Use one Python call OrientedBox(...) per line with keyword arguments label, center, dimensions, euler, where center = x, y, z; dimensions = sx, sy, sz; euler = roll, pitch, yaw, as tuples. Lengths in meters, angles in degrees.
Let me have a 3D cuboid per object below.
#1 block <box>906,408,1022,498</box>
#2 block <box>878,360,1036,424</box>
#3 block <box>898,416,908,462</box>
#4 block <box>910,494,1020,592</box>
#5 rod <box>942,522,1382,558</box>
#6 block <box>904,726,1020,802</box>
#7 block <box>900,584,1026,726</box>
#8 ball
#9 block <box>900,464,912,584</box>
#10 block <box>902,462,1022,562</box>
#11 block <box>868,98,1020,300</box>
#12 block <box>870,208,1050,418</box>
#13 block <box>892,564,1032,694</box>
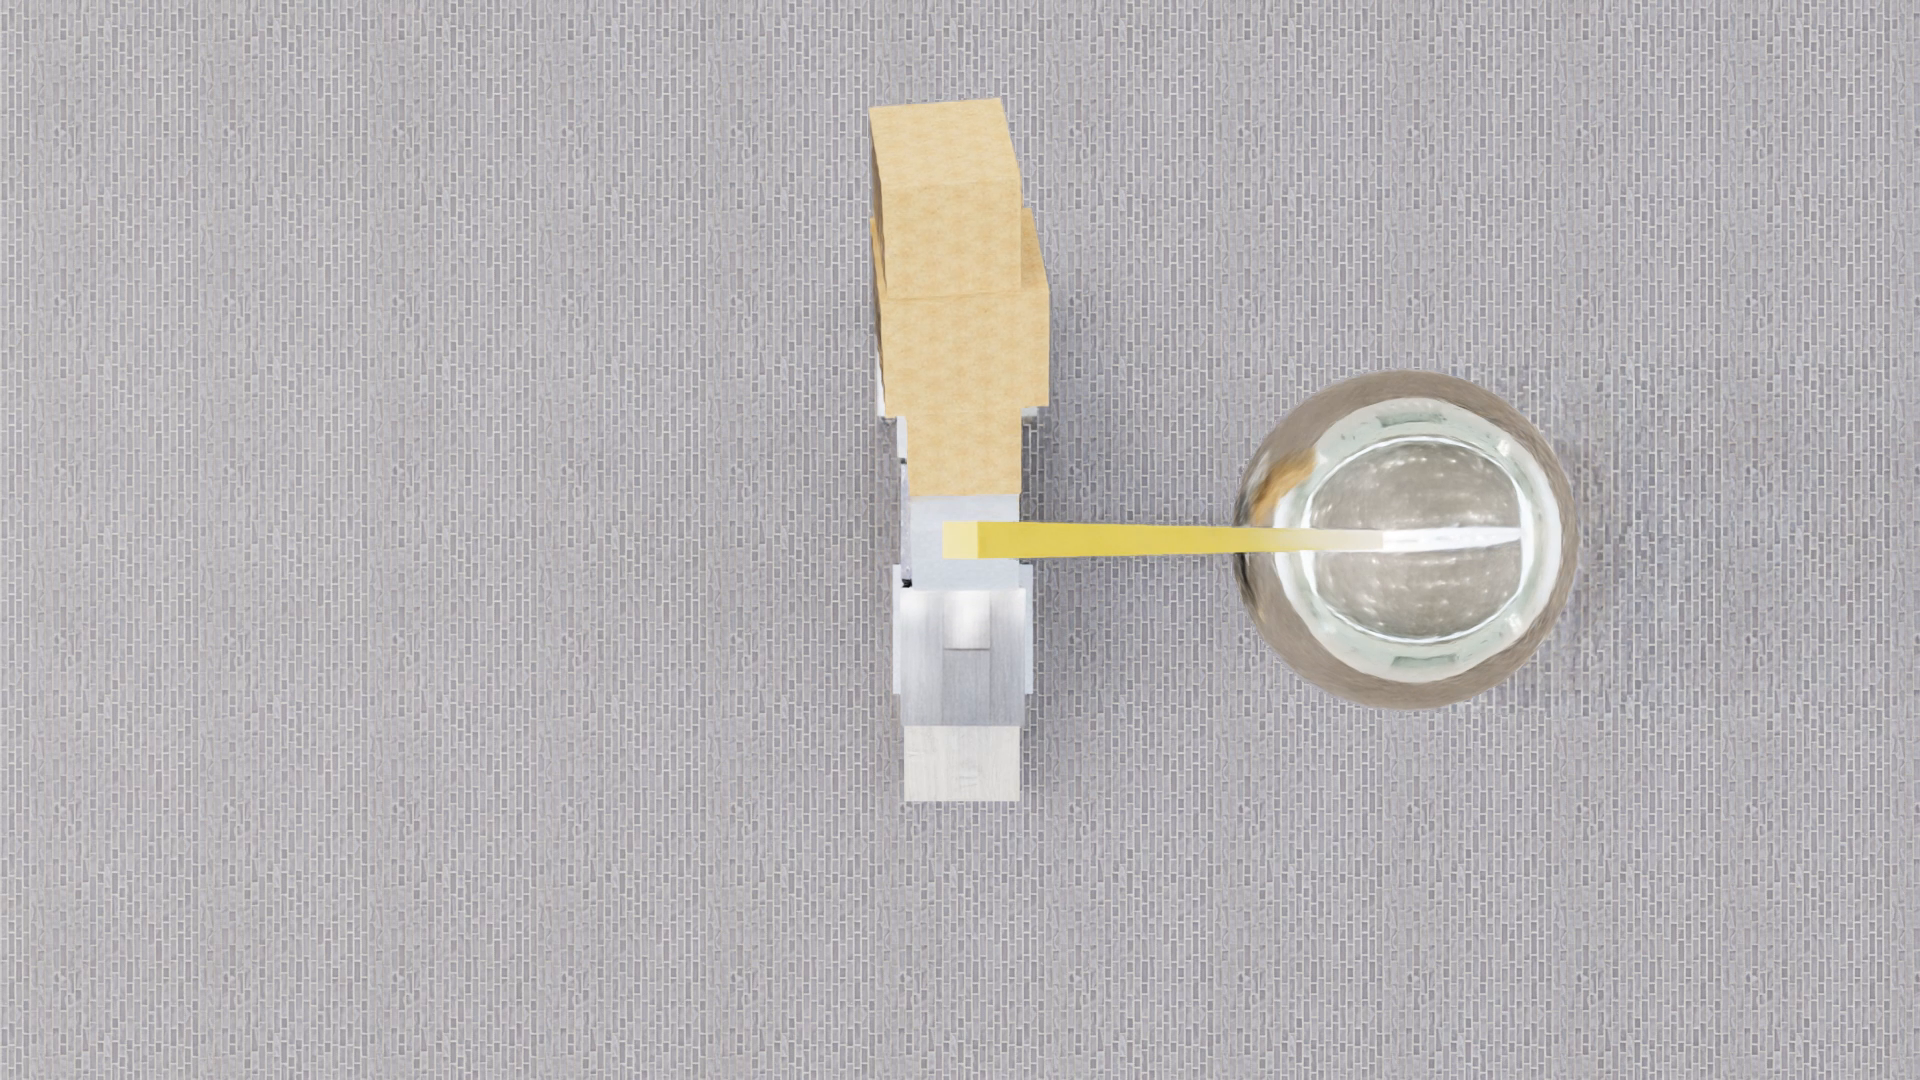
OrientedBox(label="block", center=(0.013, -0.626, 11.005), dimensions=(0.563, 0.551, 0.590), euler=(-2, 131, -1))
OrientedBox(label="block", center=(-0.014, -1.076, 12.550), dimensions=(0.875, 0.901, 0.779), euler=(0, 90, 0))
OrientedBox(label="block", center=(-0.010, -0.724, 11.788), dimensions=(0.630, 0.623, 0.584), euler=(0, 90, 0))
OrientedBox(label="block", center=(0.026, -0.130, 11.403), dimensions=(0.549, 0.550, 0.582), euler=(0, 55, 0))
OrientedBox(label="rod", center=(0.899, 0.000, 7.121), dimensions=(0.080, 5.200, 0.080), euler=(0, 90, 20))
OrientedBox(label="block", center=(0.010, 1.168, 12.669), dimensions=(0.645, 0.662, 0.594), euler=(0, 90, 0))
OrientedBox(label="block", center=(0.014, 0.614, 11.929), dimensions=(0.655, 0.792, 0.726), euler=(0, 90, 0))
OrientedBox(label="ball", center=(2.074, 0.000, 10.312), dimensions=(1.600, 1.600, 1.600), euler=(0, 90, 0))
OrientedBox(label="block", center=(-0.016, -0.078, 12.063), dimensions=(0.599, 0.554, 0.617), euler=(0, 86, 0))
OrientedBox(label="block", center=(0.008, -0.273, 12.681), dimensions=(0.674, 0.639, 0.805), euler=(0, 90, 0))
OrientedBox(label="block", center=(-0.073, -1.582, 10.192), dimensions=(0.617, 0.701, 0.599), euler=(-5, 131, -4))
OrientedBox(label="block", center=(-0.006, -1.098, 10.595), dimensions=(0.783, 0.721, 0.658), euler=(-4, 131, -4))
OrientedBox(label="block", center=(0.016, 0.500, 12.662), dimensions=(0.784, 0.675, 0.722), euler=(0, 90, 0))
